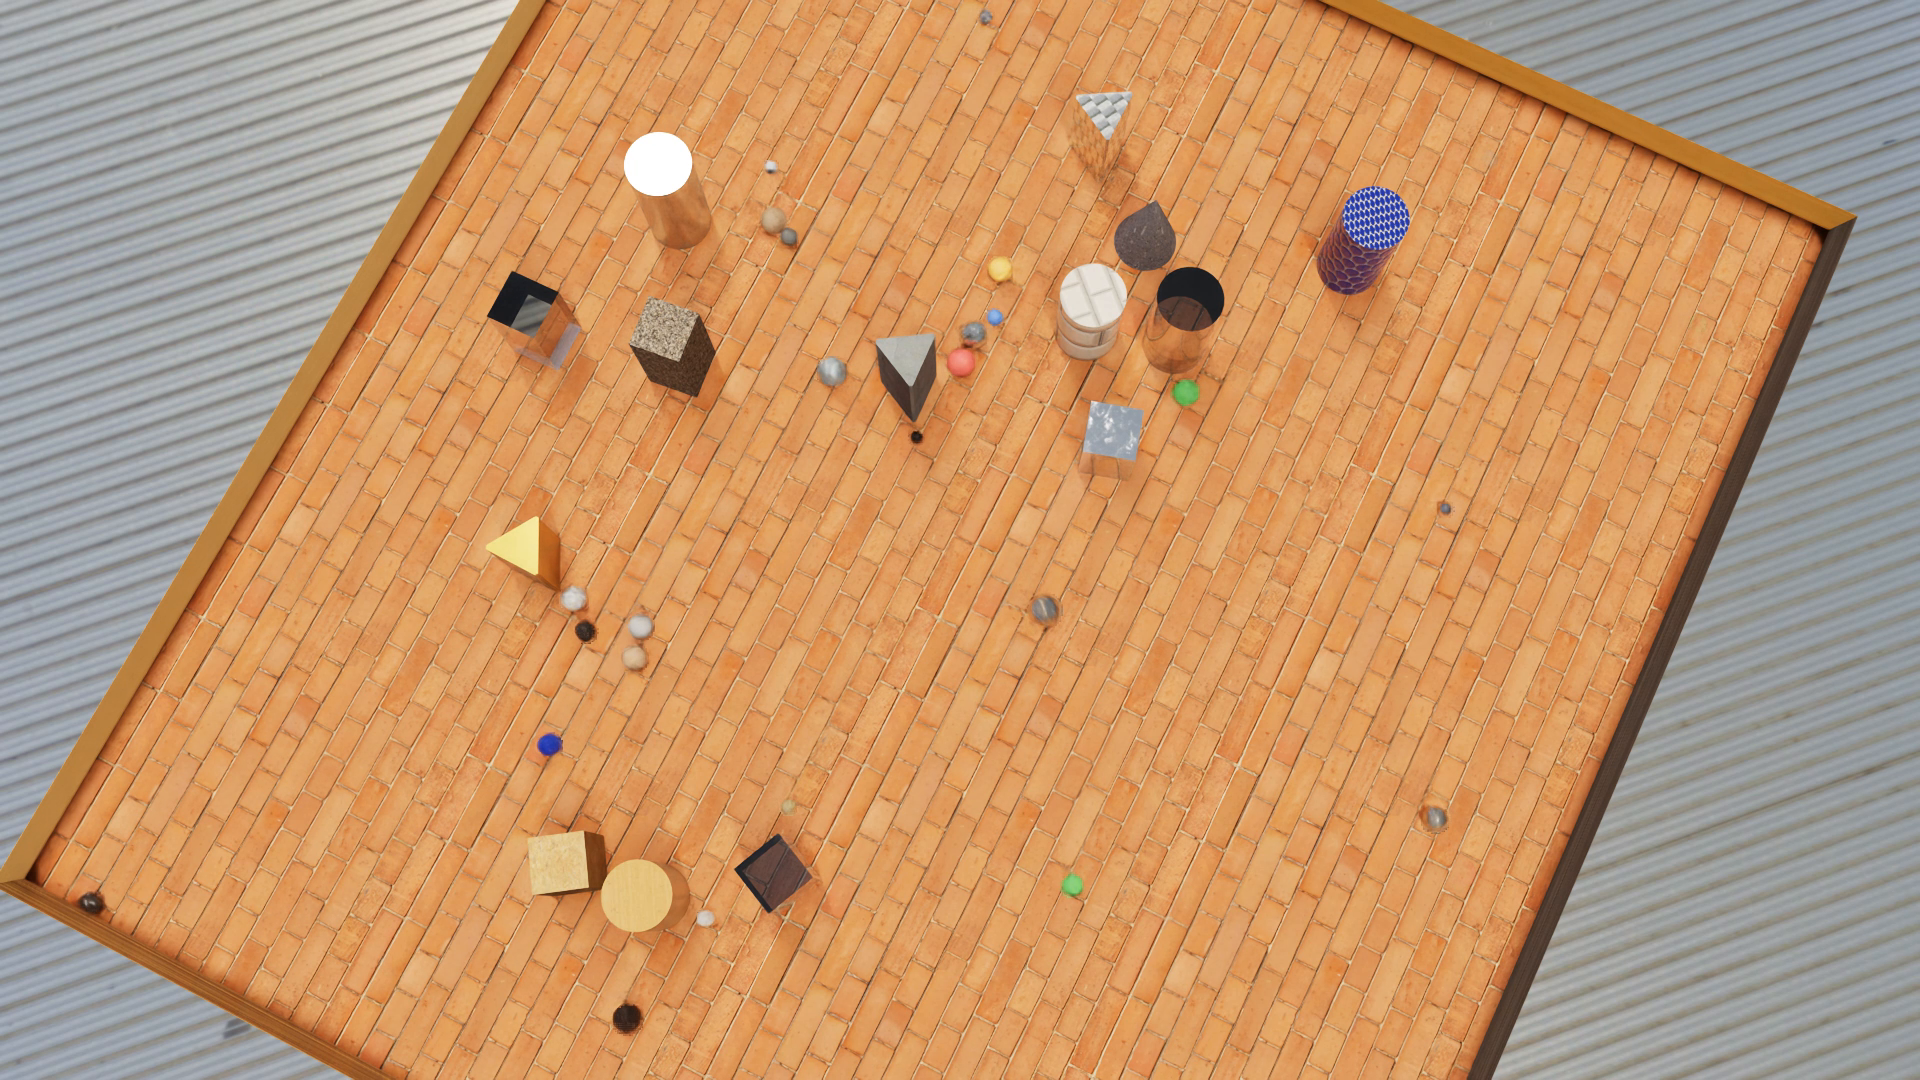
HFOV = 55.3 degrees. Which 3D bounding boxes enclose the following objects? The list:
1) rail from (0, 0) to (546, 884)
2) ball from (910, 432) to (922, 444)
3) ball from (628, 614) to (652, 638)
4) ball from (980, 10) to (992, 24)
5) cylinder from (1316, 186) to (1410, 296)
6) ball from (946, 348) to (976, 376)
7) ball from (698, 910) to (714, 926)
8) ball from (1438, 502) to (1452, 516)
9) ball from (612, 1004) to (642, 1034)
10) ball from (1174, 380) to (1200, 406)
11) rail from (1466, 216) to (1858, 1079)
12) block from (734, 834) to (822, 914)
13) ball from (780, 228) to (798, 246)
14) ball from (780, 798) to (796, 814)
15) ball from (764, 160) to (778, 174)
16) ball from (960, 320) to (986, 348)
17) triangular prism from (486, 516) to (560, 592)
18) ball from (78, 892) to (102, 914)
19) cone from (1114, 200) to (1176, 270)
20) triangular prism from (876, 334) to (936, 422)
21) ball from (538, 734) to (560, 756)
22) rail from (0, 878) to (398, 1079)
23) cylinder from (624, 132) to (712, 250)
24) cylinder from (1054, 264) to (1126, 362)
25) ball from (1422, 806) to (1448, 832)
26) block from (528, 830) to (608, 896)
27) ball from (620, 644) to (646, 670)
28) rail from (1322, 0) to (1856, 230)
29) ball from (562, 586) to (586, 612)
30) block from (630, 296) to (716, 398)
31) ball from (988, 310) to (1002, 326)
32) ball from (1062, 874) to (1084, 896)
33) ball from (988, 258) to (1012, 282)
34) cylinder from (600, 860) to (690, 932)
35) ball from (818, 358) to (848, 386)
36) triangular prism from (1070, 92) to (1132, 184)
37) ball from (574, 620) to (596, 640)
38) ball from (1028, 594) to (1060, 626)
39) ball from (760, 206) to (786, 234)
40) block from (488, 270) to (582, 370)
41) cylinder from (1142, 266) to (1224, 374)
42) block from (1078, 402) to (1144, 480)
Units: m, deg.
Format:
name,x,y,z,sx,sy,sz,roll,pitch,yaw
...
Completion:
name,x,y,z,sx,sy,sz,roll,pitch,yaw
rail,-1.803,-0.876,5.731,0.045,0.128,4.325,26,80,5
ball,-0.135,-0.316,5.661,0.040,0.040,0.040,0,78,0
ball,-0.964,0.260,5.525,0.074,0.074,0.074,0,78,0
ball,0.085,-1.699,5.947,0.042,0.042,0.042,0,78,0
cylinder,1.227,-0.909,5.600,0.198,0.401,0.198,0,78,0
ball,0.003,-0.550,5.685,0.088,0.088,0.088,0,78,0
ball,-0.742,1.106,5.364,0.047,0.047,0.047,0,78,0
ball,1.486,-0.096,5.615,0.042,0.042,0.042,0,78,0
ball,-0.960,1.380,5.288,0.084,0.084,0.084,0,78,0
ball,0.701,-0.457,5.670,0.081,0.081,0.081,0,78,0
rail,1.803,0.890,5.366,0.045,0.128,4.325,26,80,5
block,-0.519,0.960,5.255,0.158,0.319,0.158,-39,81,-7
ball,-0.541,-0.958,5.787,0.054,0.054,0.054,0,78,0
ball,-0.508,0.789,5.430,0.045,0.045,0.045,0,78,0
ball,-0.602,-1.188,5.842,0.040,0.040,0.040,0,78,0
ball,0.040,-0.640,5.705,0.087,0.087,0.087,0,78,0
triangular prism,-1.264,0.027,5.459,0.171,0.298,0.148,28,80,5
ball,-2.547,1.063,5.364,0.064,0.064,0.064,0,78,0
cone,0.587,-0.982,5.644,0.198,0.345,0.198,0,78,0
triangular prism,-0.134,-0.515,5.520,0.148,0.399,0.171,-36,81,-7
ball,-1.224,0.611,5.456,0.068,0.068,0.068,0,78,0
rail,-0.956,1.880,5.161,4.080,0.128,0.045,26,80,5
cylinder,-0.888,-1.062,5.610,0.198,0.443,0.198,0,78,0
cylinder,0.395,-0.690,5.588,0.198,0.336,0.198,0,78,0
ball,1.403,0.821,5.408,0.075,0.075,0.075,0,78,0
block,-1.125,0.933,5.273,0.158,0.295,0.158,-7,78,-2
ball,-0.980,0.353,5.504,0.077,0.077,0.077,0,78,0
rail,0.956,-1.866,5.936,4.080,0.128,0.045,26,80,5
ball,-1.167,0.177,5.541,0.076,0.076,0.076,0,78,0
block,-0.866,-0.580,5.544,0.158,0.377,0.158,20,79,4
ball,0.110,-0.696,5.736,0.048,0.048,0.048,0,78,0
ball,0.331,1.011,5.376,0.062,0.062,0.062,0,78,0
ball,0.127,-0.849,5.753,0.077,0.077,0.077,0,78,0
cylinder,-0.894,1.017,5.232,0.198,0.340,0.198,0,78,0
ball,-0.394,-0.520,5.679,0.089,0.089,0.089,0,78,0
triangular prism,0.460,-1.281,5.708,0.148,0.340,0.171,-33,80,-6
ball,-1.130,0.273,5.528,0.063,0.063,0.063,0,78,0
ball,0.253,0.212,5.522,0.099,0.099,0.099,0,78,0
ball,-0.588,-1.010,5.783,0.084,0.084,0.084,0,78,0
block,-1.293,-0.664,5.584,0.158,0.332,0.158,25,79,5
cylinder,0.671,-0.658,5.536,0.198,0.425,0.198,0,78,0
block,0.454,-0.298,5.548,0.158,0.255,0.158,10,78,2
